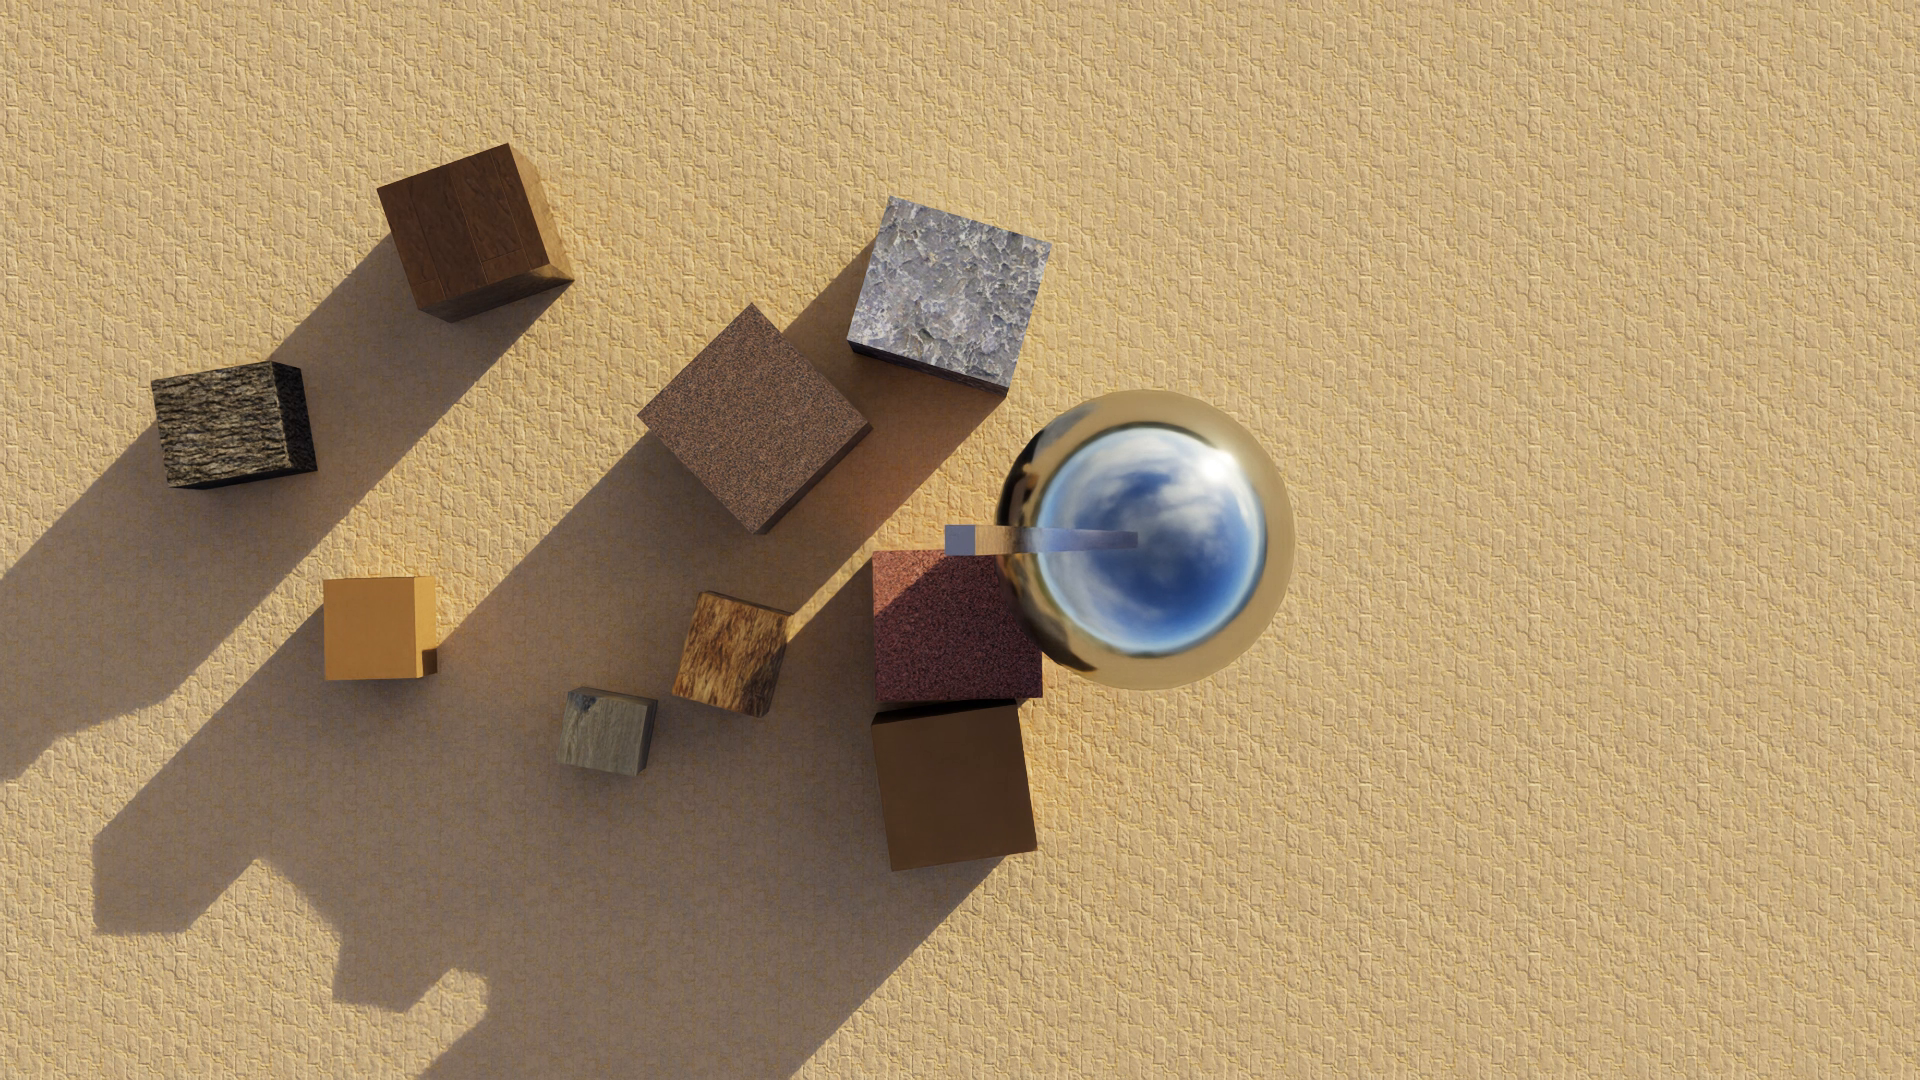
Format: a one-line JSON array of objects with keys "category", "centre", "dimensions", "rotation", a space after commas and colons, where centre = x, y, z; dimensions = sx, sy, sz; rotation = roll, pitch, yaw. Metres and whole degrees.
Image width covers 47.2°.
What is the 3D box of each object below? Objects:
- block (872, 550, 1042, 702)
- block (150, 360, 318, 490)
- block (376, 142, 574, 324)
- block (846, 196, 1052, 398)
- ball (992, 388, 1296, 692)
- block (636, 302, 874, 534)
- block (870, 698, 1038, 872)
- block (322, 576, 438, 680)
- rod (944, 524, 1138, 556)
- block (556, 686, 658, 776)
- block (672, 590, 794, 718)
[{"category": "block", "centre": [-0.013, 0.471, 12.621], "dimensions": [0.932, 0.759, 0.836], "rotation": [-1, 90, 0]}, {"category": "block", "centre": [-4.184, -0.655, 12.709], "dimensions": [0.684, 0.582, 0.614], "rotation": [-10, 90, 0]}, {"category": "block", "centre": [-2.758, -1.743, 12.603], "dimensions": [0.777, 0.795, 0.711], "rotation": [-19, 90, 0]}, {"category": "block", "centre": [-0.059, -1.373, 12.576], "dimensions": [0.939, 0.848, 0.832], "rotation": [17, 90, 0]}, {"category": "ball", "centre": [0.967, 0.000, 11.637], "dimensions": [1.600, 1.600, 1.600], "rotation": [0, 90, 0]}, {"category": "block", "centre": [-1.154, -0.676, 12.605], "dimensions": [0.897, 0.790, 0.926], "rotation": [-44, 90, 0]}, {"category": "block", "centre": [-0.031, 1.366, 12.555], "dimensions": [0.816, 0.891, 0.815], "rotation": [-8, 90, 0]}, {"category": "block", "centre": [-3.357, 0.505, 12.754], "dimensions": [0.520, 0.493, 0.572], "rotation": [-1, 90, 0]}, {"category": "rod", "centre": [0.419, 0.000, 8.282], "dimensions": [0.080, 5.200, 0.080], "rotation": [0, 90, 9]}, {"category": "block", "centre": [-2.044, 1.106, 12.768], "dimensions": [0.456, 0.464, 0.407], "rotation": [10, 90, 0]}, {"category": "block", "centre": [-1.307, 0.656, 12.744], "dimensions": [0.527, 0.512, 0.600], "rotation": [15, 90, 0]}]
